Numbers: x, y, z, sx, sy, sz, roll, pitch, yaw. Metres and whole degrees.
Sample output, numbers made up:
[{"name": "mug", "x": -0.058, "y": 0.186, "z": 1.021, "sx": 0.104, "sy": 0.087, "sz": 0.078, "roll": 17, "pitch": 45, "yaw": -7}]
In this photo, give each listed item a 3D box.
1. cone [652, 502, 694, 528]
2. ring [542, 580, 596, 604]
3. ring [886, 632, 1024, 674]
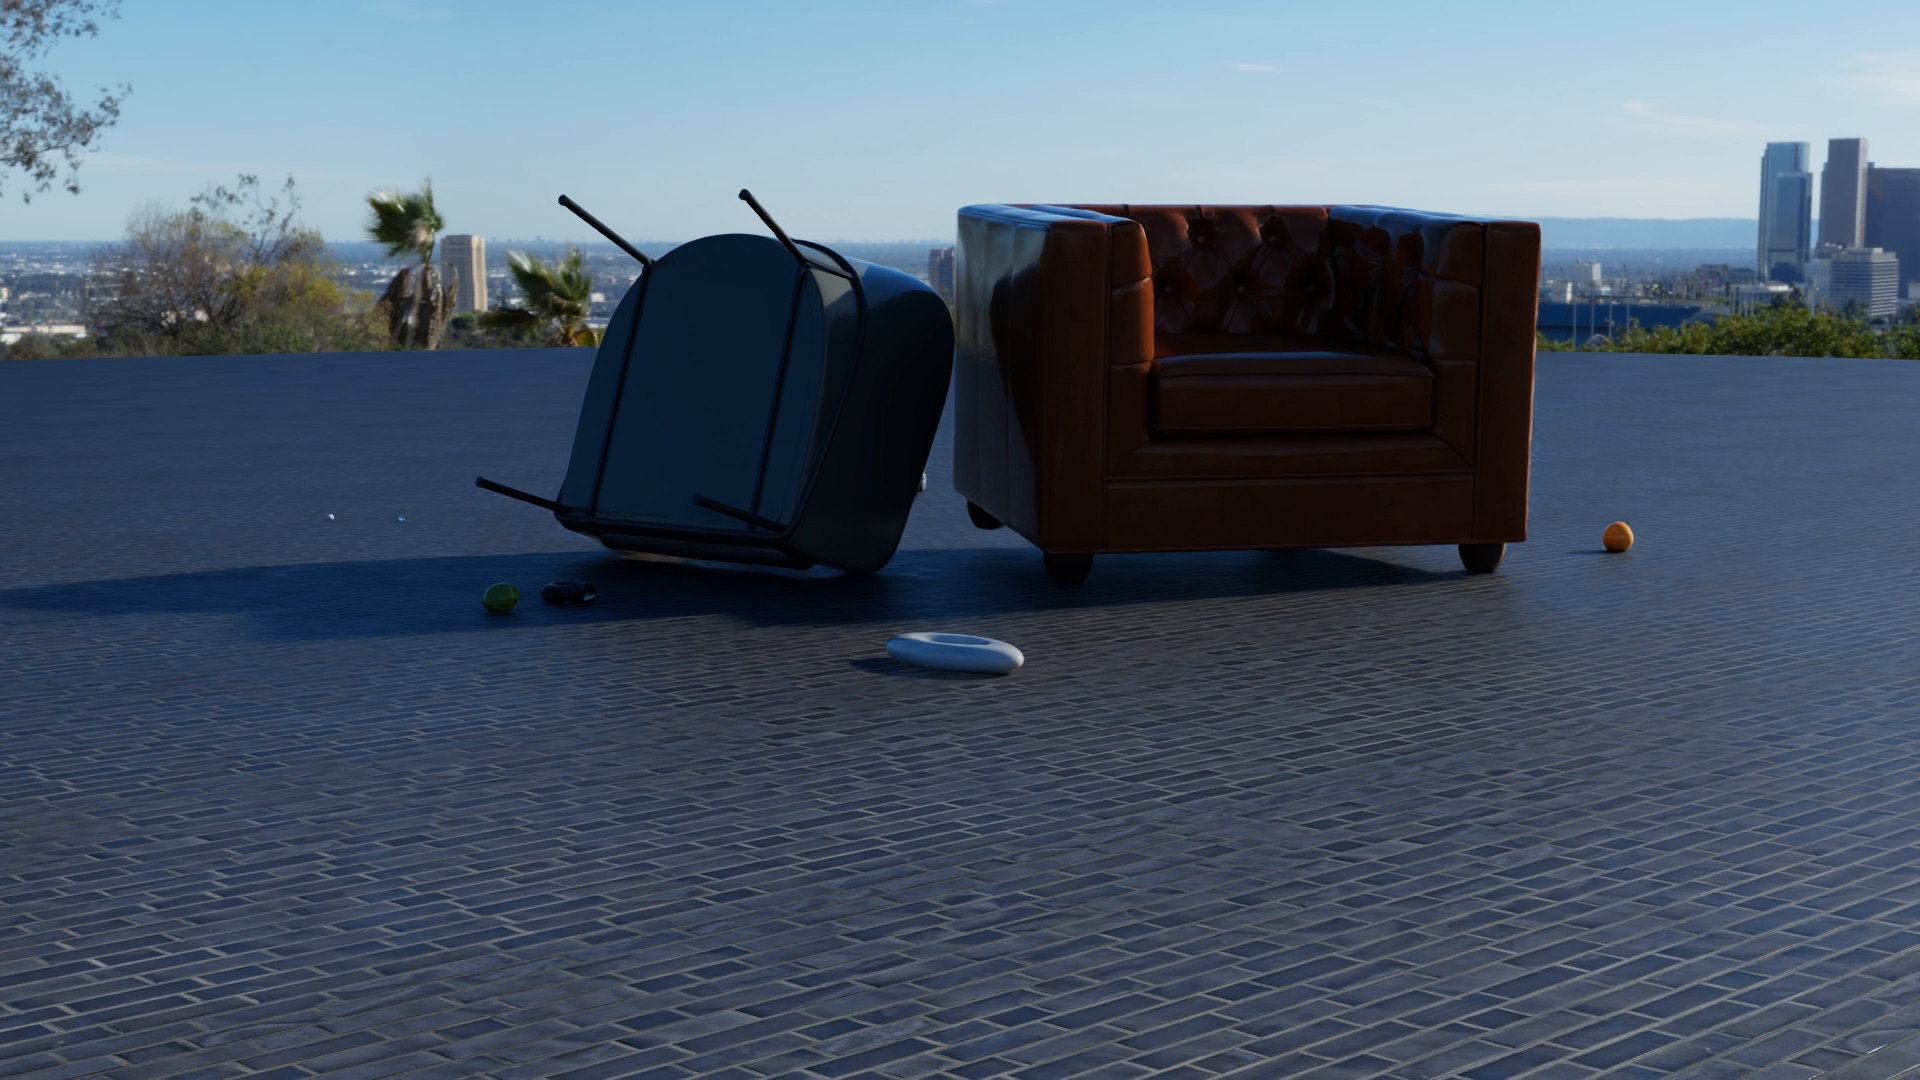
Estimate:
[{"name": "cone", "x": -0.768, "y": -0.049, "z": 6.734, "sx": 0.122, "sy": 0.070, "sz": 0.077, "roll": -1, "pitch": 30, "yaw": 22}, {"name": "ring", "x": -0.793, "y": 0.106, "z": 5.199, "sx": 0.110, "sy": 0.038, "sz": 0.113, "roll": -6, "pitch": 9, "yaw": -35}, {"name": "ring", "x": -0.011, "y": 0.191, "z": 4.334, "sx": 0.133, "sy": 0.047, "sz": 0.309, "roll": -7, "pitch": 9, "yaw": -44}]
